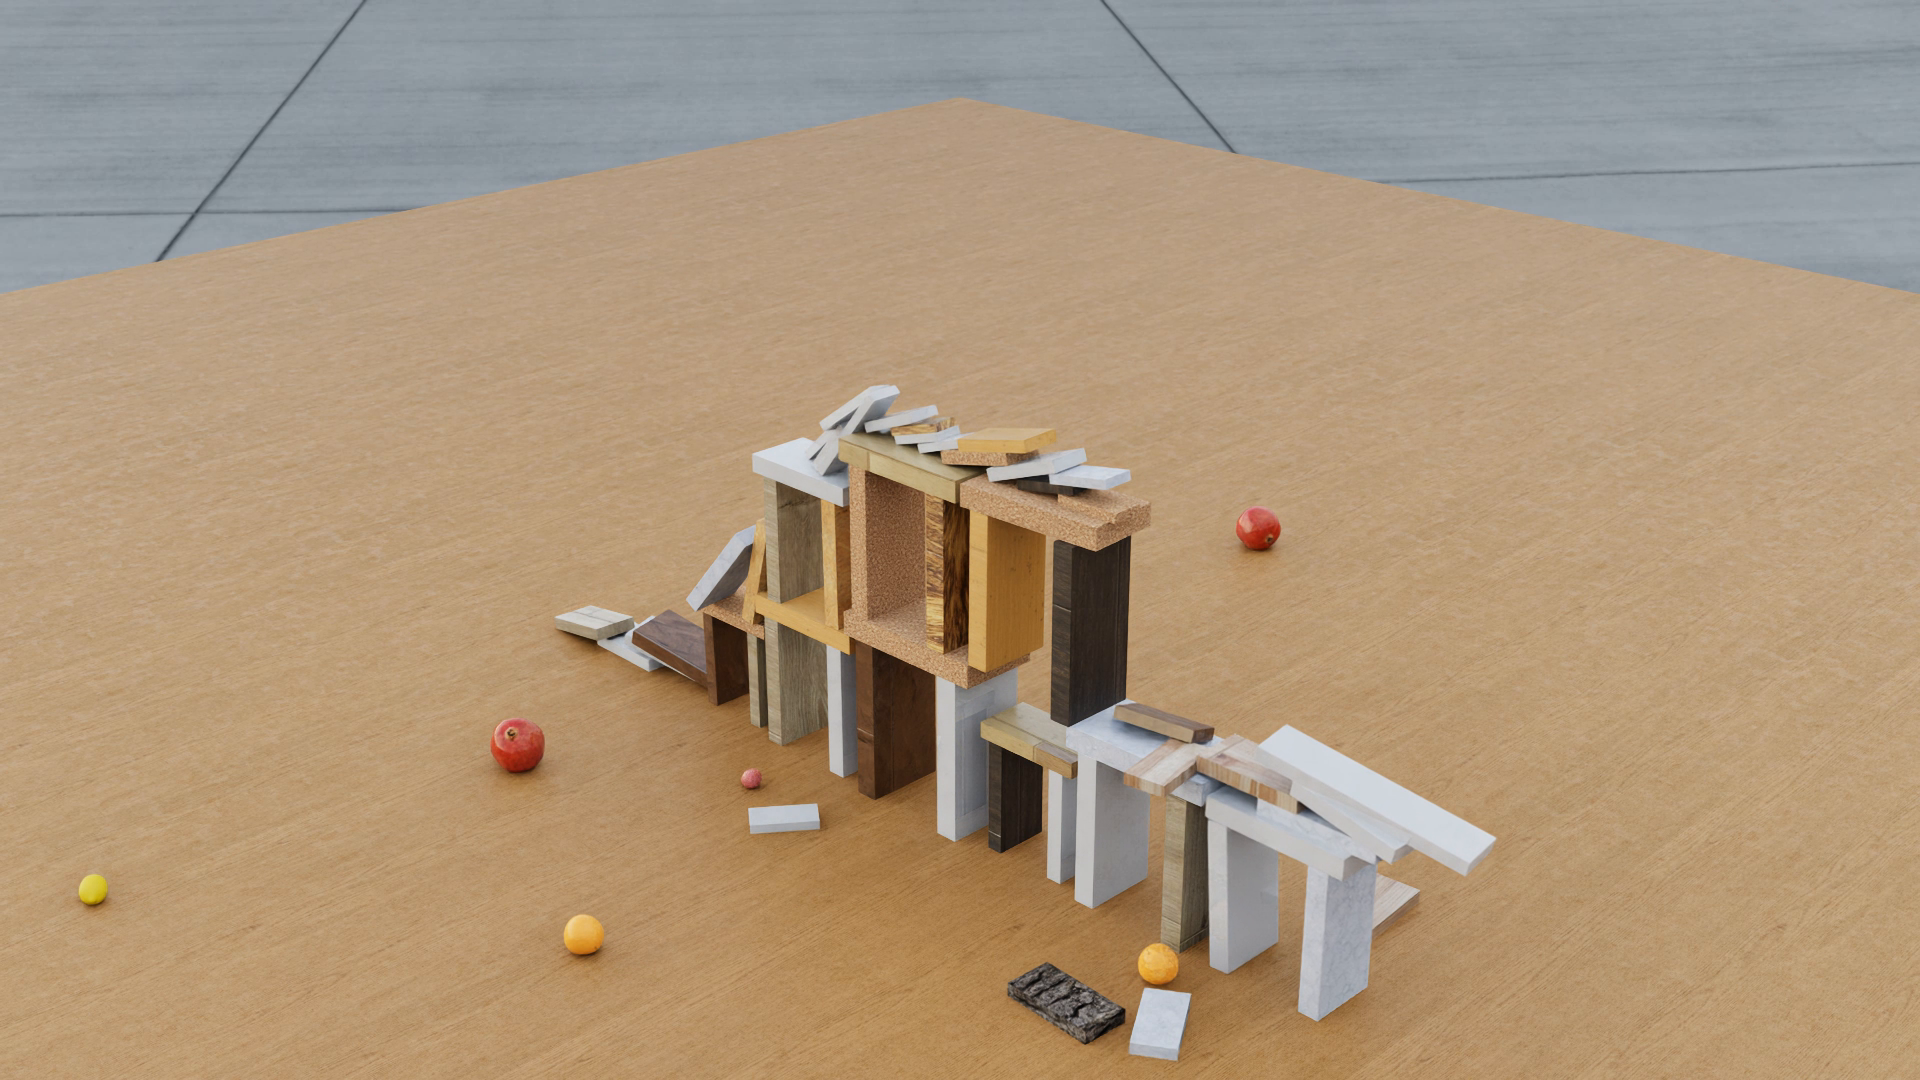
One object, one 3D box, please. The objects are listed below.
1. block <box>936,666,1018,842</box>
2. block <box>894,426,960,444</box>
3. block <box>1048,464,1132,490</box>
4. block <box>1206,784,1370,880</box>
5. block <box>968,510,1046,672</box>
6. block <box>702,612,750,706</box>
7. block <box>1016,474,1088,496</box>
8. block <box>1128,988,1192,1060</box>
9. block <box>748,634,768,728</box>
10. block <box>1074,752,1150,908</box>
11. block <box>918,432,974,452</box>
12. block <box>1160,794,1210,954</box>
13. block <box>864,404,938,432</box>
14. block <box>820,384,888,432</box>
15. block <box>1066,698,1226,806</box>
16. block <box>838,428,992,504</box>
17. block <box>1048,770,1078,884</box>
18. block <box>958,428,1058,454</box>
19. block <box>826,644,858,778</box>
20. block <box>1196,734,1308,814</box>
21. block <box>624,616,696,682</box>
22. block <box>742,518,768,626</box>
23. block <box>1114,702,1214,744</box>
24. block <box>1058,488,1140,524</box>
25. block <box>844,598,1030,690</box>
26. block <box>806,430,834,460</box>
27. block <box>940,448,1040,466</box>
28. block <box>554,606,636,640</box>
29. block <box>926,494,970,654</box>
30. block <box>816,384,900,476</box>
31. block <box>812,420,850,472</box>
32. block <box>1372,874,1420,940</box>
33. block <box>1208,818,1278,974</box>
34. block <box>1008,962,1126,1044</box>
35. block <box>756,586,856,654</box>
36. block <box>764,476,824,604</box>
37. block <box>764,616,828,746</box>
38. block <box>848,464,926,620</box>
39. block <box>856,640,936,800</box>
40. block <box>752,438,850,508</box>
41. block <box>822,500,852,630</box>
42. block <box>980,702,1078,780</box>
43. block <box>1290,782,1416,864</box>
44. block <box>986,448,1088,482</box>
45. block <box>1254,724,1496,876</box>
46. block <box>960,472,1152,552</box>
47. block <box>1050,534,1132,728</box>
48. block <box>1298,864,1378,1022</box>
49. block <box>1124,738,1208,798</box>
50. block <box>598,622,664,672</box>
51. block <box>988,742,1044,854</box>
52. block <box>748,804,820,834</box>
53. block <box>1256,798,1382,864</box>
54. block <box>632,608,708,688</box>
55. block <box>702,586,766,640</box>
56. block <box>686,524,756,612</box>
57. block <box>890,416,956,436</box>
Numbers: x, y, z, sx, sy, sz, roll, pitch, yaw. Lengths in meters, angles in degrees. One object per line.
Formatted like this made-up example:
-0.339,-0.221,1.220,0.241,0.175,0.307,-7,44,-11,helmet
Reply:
0.034,0.406,4.357,0.049,0.349,0.175,21,31,41,block
-0.063,-0.201,4.209,0.060,0.017,0.120,-22,14,-41,block
0.232,-0.113,3.925,0.068,0.019,0.135,-22,21,-41,block
0.586,0.488,3.801,0.147,0.042,0.294,-21,31,-40,block
0.090,0.076,4.154,0.160,0.320,0.045,-21,32,-41,block
-0.513,0.248,4.894,0.031,0.220,0.110,20,30,41,block
0.176,-0.105,3.996,0.135,0.019,0.067,7,22,44,block
0.344,0.830,3.775,0.082,0.023,0.165,5,24,12,block
-0.408,0.289,4.797,0.110,0.220,0.031,-21,31,-40,block
0.289,0.519,4.132,0.045,0.317,0.158,21,31,41,block
-0.018,-0.185,4.166,0.060,0.017,0.120,-22,12,-42,block
0.438,0.577,3.994,0.045,0.317,0.158,21,31,41,block
-0.114,-0.234,4.248,0.070,0.020,0.140,-22,9,-40,block
-0.204,-0.259,4.312,0.140,0.020,0.070,-33,-9,28,block
0.364,0.381,3.994,0.317,0.045,0.158,21,31,40,block
-0.065,-0.155,4.224,0.161,0.046,0.321,-21,31,-41,block
0.221,0.529,4.212,0.034,0.237,0.118,21,31,41,block
0.086,-0.184,4.062,0.172,0.024,0.086,4,19,45,block
-0.206,0.335,4.595,0.042,0.294,0.147,21,31,41,block
0.529,0.405,3.822,0.217,0.031,0.108,21,31,40,block
-0.661,0.248,5.069,0.202,0.029,0.101,25,35,20,block
-0.389,0.053,4.672,0.035,0.250,0.125,35,39,31,block
0.370,0.331,3.991,0.165,0.023,0.082,16,9,33,block
0.248,-0.064,3.933,0.135,0.019,0.068,21,31,40,block
-0.048,0.190,4.355,0.349,0.049,0.175,21,31,41,block
-0.253,-0.206,4.442,0.069,0.020,0.139,-17,-13,-35,block
0.055,-0.162,4.101,0.086,0.024,0.172,-22,17,-41,block
-0.866,0.196,5.210,0.101,0.029,0.202,-19,18,-36,block
0.009,0.044,4.226,0.046,0.321,0.161,21,31,41,block
-0.201,-0.214,4.328,0.070,0.254,0.020,-21,70,-41,block
-0.238,-0.193,4.392,0.069,0.139,0.020,-21,70,-41,block
0.767,0.688,4.104,0.097,0.027,0.194,18,29,37,block
0.508,0.612,3.938,0.147,0.294,0.042,-21,27,-41,block
0.184,0.805,3.828,0.097,0.027,0.193,-19,30,-38,block
-0.276,0.153,4.593,0.147,0.042,0.294,-21,31,-41,block
-0.341,-0.018,4.590,0.039,0.276,0.138,21,31,40,block
-0.345,0.281,4.723,0.042,0.294,0.147,21,31,41,block
-0.143,-0.016,4.366,0.046,0.321,0.161,21,31,41,block
-0.130,0.342,4.509,0.049,0.349,0.175,21,31,41,block
-0.280,-0.140,4.472,0.138,0.039,0.276,-21,31,-40,block
-0.213,0.031,4.472,0.138,0.276,0.039,-21,30,-41,block
0.166,0.382,4.211,0.237,0.034,0.118,21,31,41,block
0.672,0.453,3.683,0.108,0.031,0.217,-20,42,-40,block
0.140,-0.137,4.021,0.086,0.024,0.174,-22,11,-41,block
0.689,0.430,3.669,0.407,0.027,0.097,28,36,28,block
0.173,-0.065,4.017,0.319,0.045,0.160,19,30,38,block
0.239,0.151,4.023,0.045,0.356,0.160,21,31,41,block
0.655,0.670,3.804,0.042,0.294,0.147,21,31,41,block
0.367,0.398,3.866,0.082,0.023,0.165,16,28,33,block
-0.748,0.247,5.141,0.101,0.029,0.202,-21,31,-40,block
0.110,0.485,4.315,0.034,0.237,0.118,21,31,41,block
-0.354,0.560,4.417,0.139,0.020,0.069,-3,23,-7,block
0.637,0.474,3.743,0.243,0.031,0.108,21,31,40,block
-0.612,0.252,5.021,0.250,0.035,0.125,28,36,23,block
-0.459,0.154,4.796,0.220,0.031,0.110,21,31,40,block
-0.482,0.051,4.718,0.035,0.250,0.125,51,42,11,block
-0.070,-0.218,4.211,0.120,0.017,0.060,-1,15,45,block
